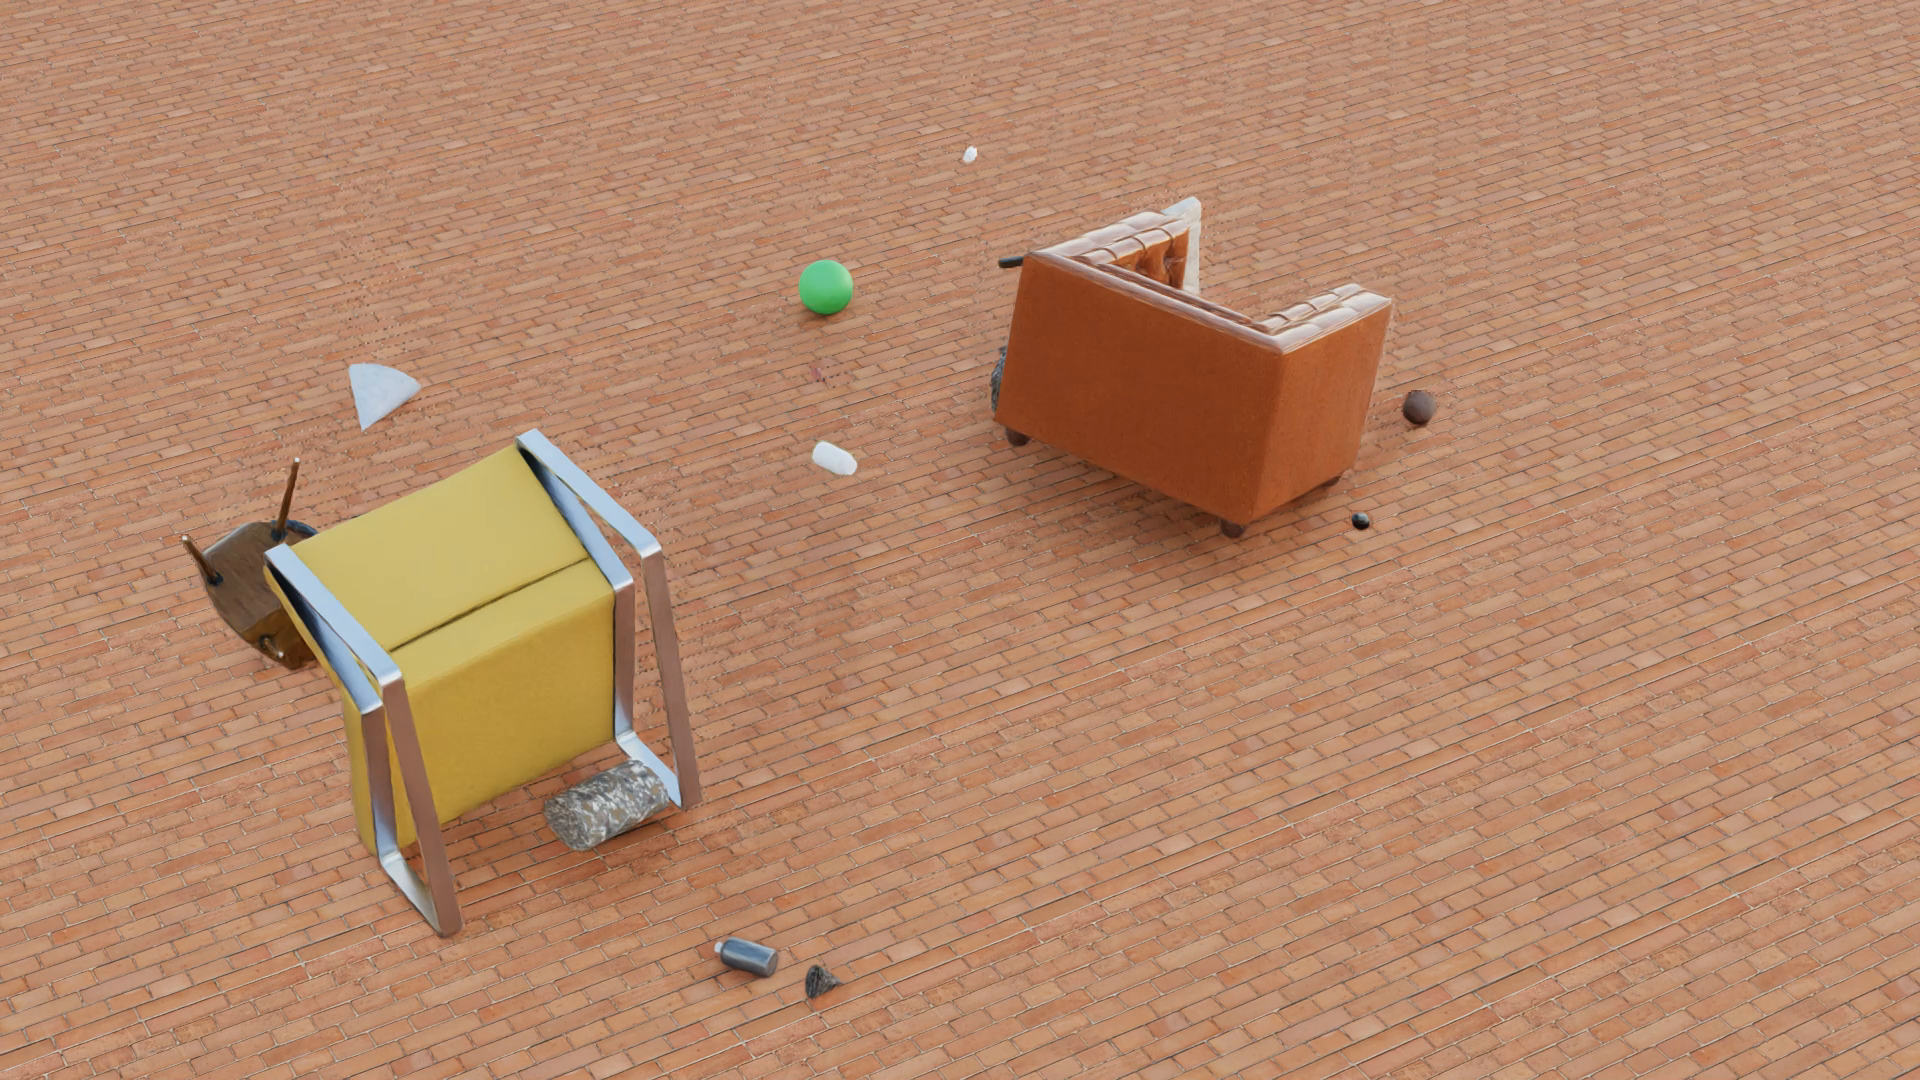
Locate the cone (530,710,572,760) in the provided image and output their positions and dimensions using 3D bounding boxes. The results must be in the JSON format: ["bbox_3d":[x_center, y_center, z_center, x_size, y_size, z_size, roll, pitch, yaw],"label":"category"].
[{"bbox_3d":[-1.406,0.670,9.866,0.130,0.152,0.173,-17,52,36],"label":"cone"}]

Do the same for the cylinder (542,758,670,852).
[{"bbox_3d":[-1.146,0.855,9.487,0.316,0.171,0.263,-26,31,-34],"label":"cylinder"}]

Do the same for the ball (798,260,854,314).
[{"bbox_3d":[-0.564,-1.064,12.348,0.232,0.232,0.232,0,33,0],"label":"ball"}]

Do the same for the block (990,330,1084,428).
[{"bbox_3d":[0.310,-0.640,11.654,0.298,0.194,0.274,15,53,14],"label":"block"}]

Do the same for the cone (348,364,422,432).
[{"bbox_3d":[-2.337,-0.536,11.681,0.303,0.166,0.285,15,52,0],"label":"cone"}]
